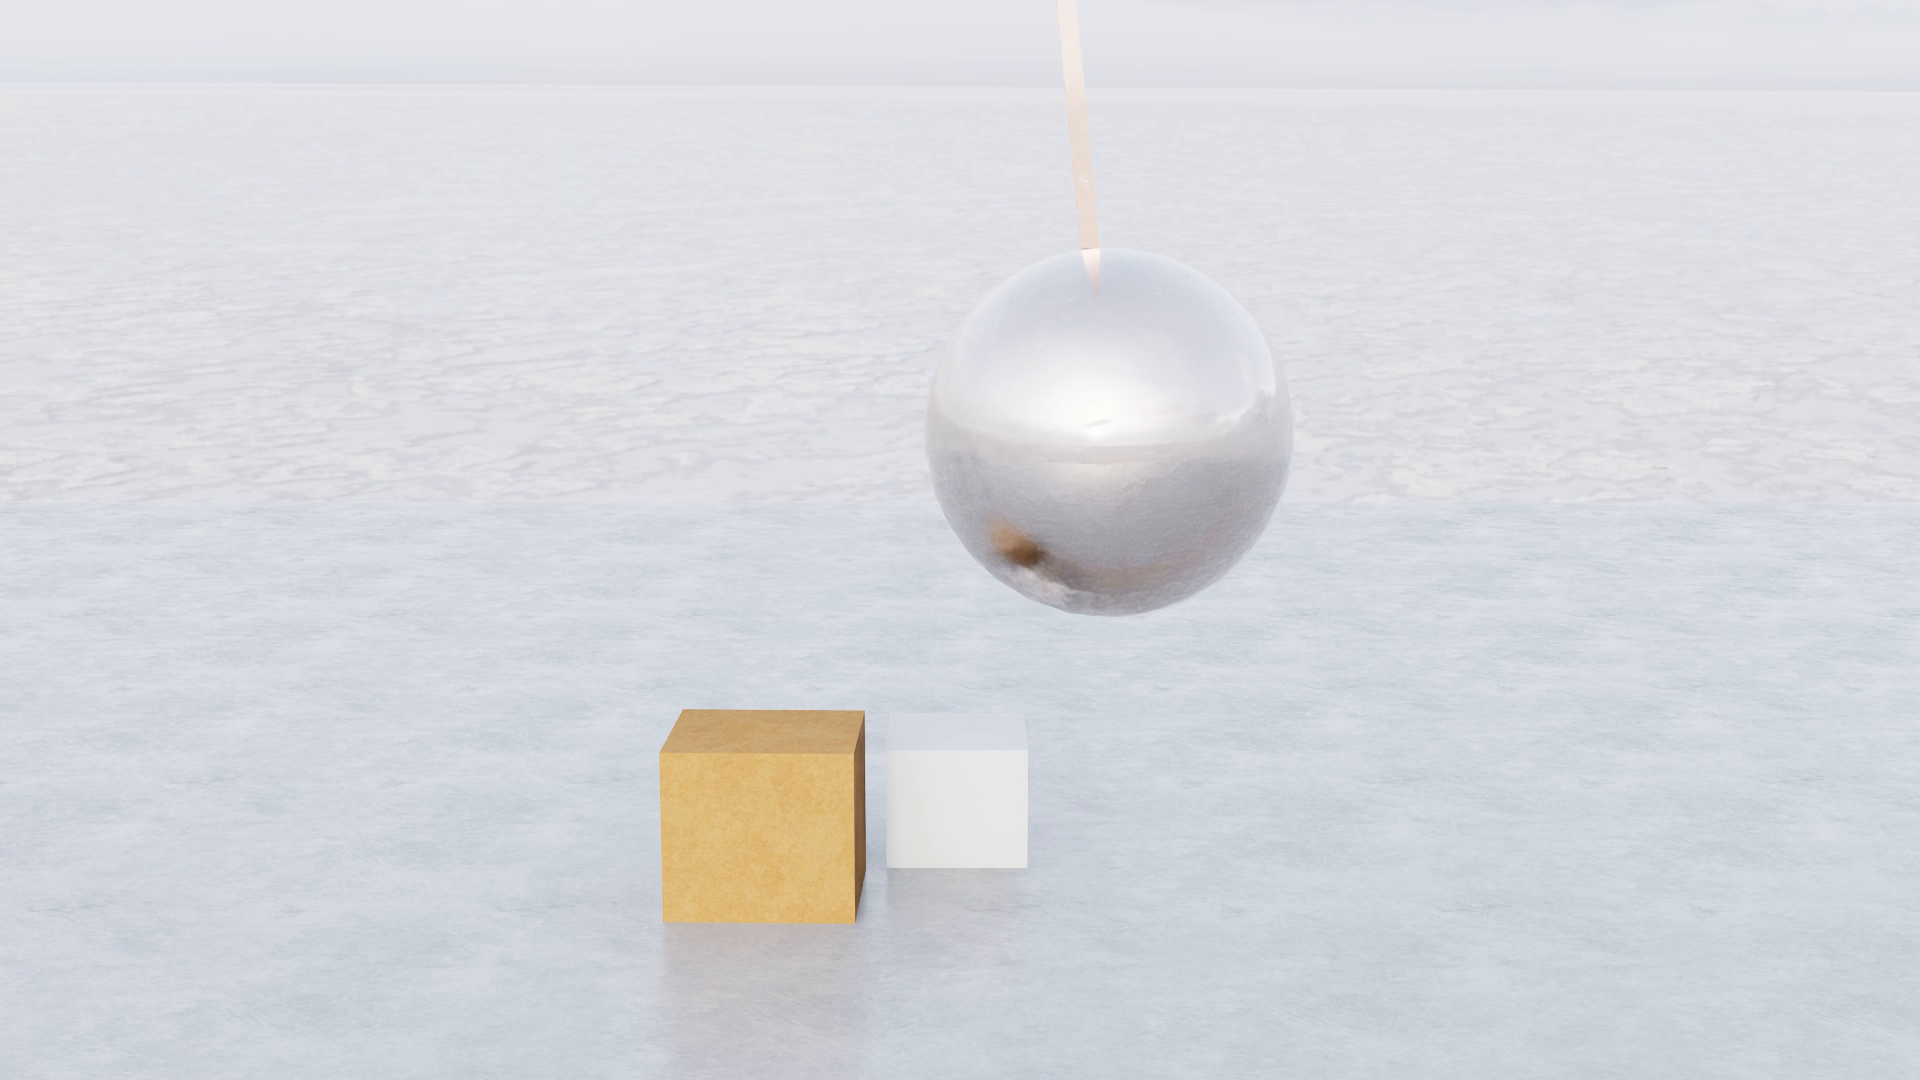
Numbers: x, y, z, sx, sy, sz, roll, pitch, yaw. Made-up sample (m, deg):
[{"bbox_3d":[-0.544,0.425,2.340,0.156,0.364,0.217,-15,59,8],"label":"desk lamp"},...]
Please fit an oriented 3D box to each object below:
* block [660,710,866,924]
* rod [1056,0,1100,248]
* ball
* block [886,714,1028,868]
[{"bbox_3d":[-0.833,1.177,11.046,0.807,0.732,0.744,0,10,1],"label":"block"},{"bbox_3d":[0.278,-3.793,10.491,0.080,5.200,0.080,-6,10,1],"label":"rod"},{"bbox_3d":[0.641,-0.466,11.096,1.600,1.600,1.600,0,10,0],"label":"ball"},{"bbox_3d":[-0.014,1.141,11.771,0.631,0.543,0.670,0,10,0],"label":"block"}]
